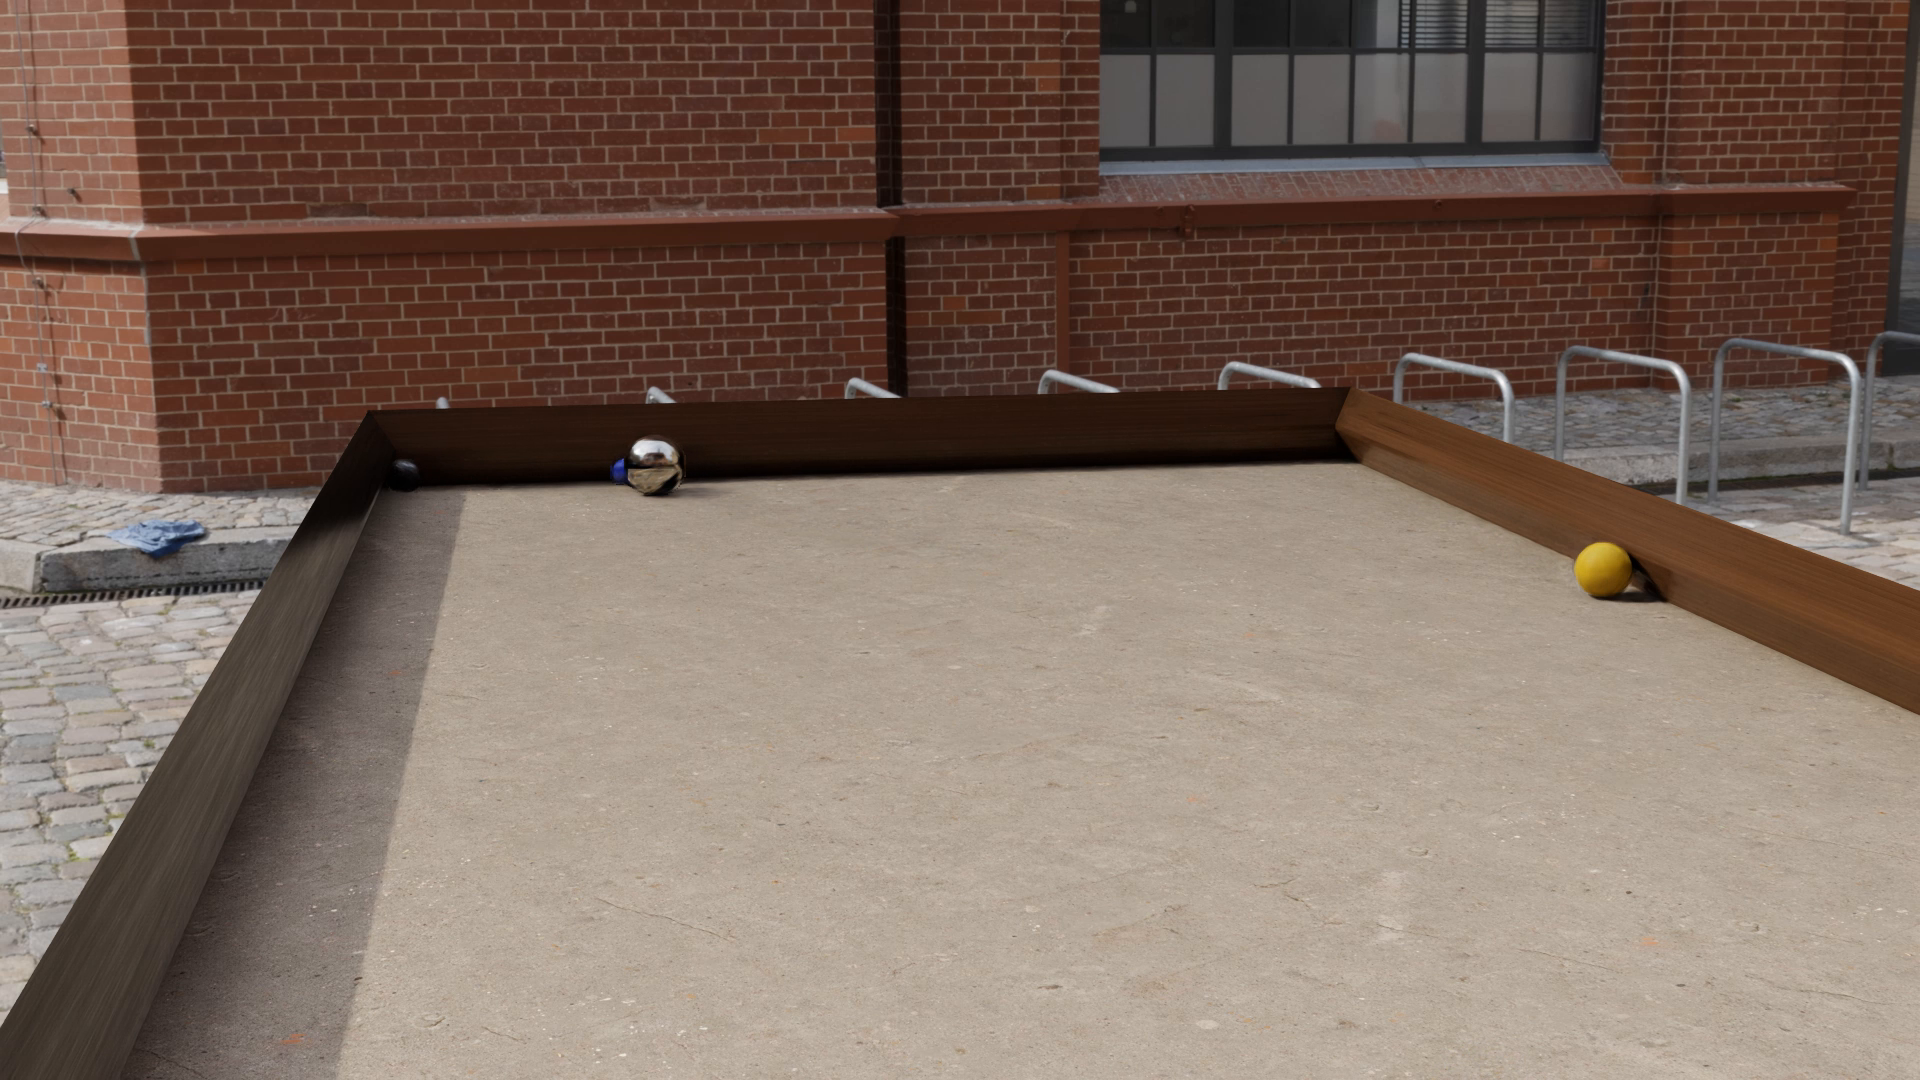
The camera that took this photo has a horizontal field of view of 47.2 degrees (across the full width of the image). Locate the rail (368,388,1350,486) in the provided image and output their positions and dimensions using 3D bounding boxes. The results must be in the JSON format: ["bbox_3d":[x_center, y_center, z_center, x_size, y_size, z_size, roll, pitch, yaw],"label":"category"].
[{"bbox_3d":[-0.135,-0.177,3.772,1.708,0.127,0.045,-2,11,-10],"label":"rail"}]

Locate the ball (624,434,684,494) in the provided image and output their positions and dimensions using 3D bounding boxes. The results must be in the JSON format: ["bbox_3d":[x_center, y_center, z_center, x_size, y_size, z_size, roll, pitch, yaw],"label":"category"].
[{"bbox_3d":[-0.498,-0.123,3.584,0.098,0.098,0.098,0,11,0],"label":"ball"}]

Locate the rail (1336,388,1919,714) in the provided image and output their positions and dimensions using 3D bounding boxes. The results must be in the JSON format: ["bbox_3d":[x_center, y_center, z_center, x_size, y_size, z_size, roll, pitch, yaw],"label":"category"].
[{"bbox_3d":[0.956,0.091,2.434,0.045,0.127,3.122,-2,11,-10],"label":"rail"}]

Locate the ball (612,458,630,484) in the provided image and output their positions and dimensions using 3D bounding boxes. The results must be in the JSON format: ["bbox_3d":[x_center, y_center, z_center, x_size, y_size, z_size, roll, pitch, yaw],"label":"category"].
[{"bbox_3d":[-0.561,-0.114,3.679,0.044,0.044,0.044,0,11,0],"label":"ball"}]

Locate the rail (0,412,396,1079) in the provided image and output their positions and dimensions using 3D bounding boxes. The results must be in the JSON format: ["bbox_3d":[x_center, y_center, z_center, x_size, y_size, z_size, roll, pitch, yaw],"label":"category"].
[{"bbox_3d":[-0.678,0.149,2.144,0.045,0.127,3.122,-2,11,-10],"label":"rail"}]

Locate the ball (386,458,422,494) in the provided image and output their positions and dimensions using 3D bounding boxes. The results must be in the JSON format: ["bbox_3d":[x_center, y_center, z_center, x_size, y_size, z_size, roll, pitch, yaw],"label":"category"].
[{"bbox_3d":[-0.908,-0.105,3.595,0.058,0.058,0.058,0,11,0],"label":"ball"}]

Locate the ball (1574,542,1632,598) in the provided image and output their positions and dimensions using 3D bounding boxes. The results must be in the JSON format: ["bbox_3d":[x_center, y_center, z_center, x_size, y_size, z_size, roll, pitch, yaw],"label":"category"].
[{"bbox_3d":[0.832,0.038,2.843,0.072,0.072,0.072,0,11,0],"label":"ball"}]
